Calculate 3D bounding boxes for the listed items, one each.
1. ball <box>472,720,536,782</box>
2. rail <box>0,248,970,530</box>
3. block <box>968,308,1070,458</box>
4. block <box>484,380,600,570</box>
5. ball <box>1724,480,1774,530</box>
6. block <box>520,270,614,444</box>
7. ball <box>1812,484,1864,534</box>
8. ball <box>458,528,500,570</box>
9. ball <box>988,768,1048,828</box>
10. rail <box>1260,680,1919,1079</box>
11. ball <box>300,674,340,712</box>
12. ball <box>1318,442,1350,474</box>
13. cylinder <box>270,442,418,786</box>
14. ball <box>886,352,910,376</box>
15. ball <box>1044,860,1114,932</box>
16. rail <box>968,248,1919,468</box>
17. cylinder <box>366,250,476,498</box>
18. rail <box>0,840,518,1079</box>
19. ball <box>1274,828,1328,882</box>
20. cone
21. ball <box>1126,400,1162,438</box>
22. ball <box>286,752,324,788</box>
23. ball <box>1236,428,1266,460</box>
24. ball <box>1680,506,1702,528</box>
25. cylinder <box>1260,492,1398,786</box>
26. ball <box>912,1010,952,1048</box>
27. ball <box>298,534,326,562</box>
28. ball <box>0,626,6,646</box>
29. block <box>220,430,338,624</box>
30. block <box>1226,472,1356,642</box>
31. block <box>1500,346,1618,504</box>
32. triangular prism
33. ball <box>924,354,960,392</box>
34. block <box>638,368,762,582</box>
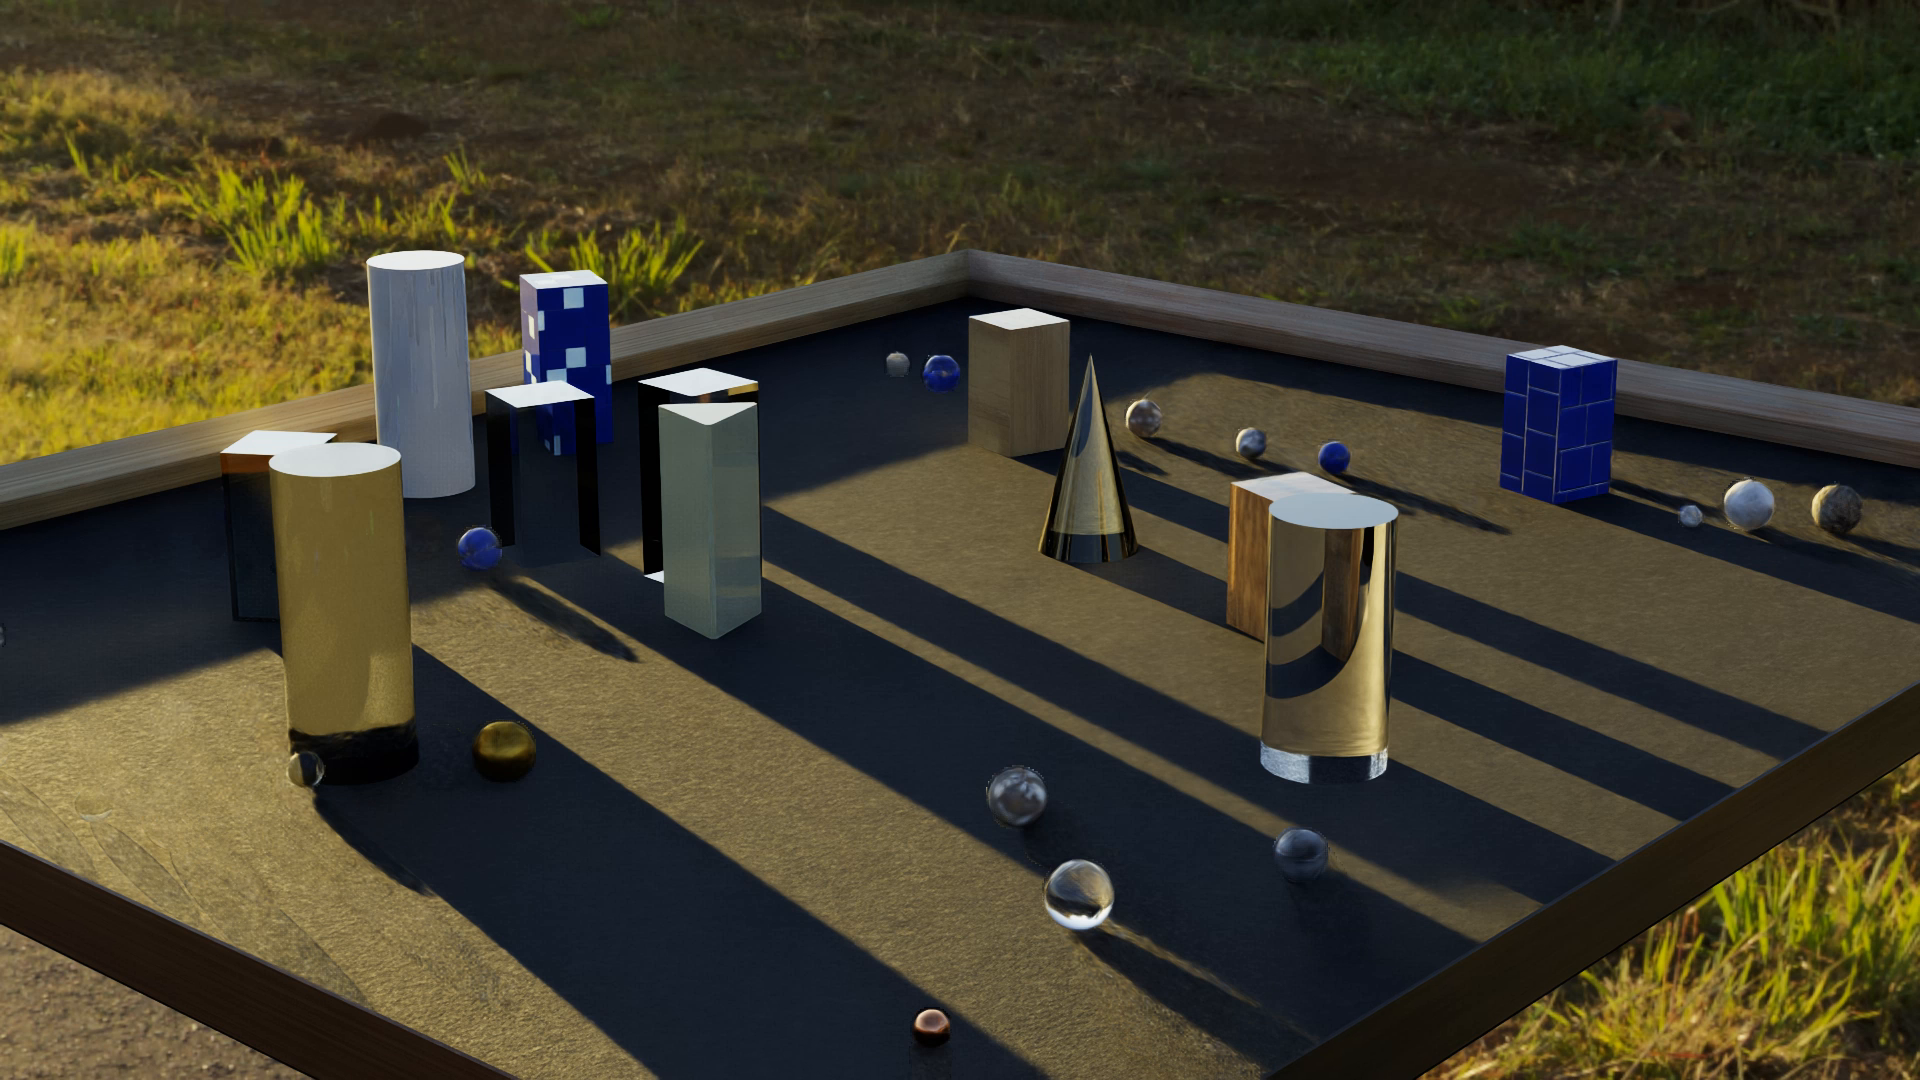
[{"bbox_3d":[-0.663,0.307,4.261,0.090,0.090,0.090,0,17,0],"label":"ball"},{"bbox_3d":[-1.192,-0.269,6.112,0.045,0.121,3.753,14,22,39],"label":"rail"},{"bbox_3d":[0.121,-0.326,6.050,0.149,0.267,0.149,-11,20,-33],"label":"block"},{"bbox_3d":[-0.756,-0.120,5.314,0.149,0.299,0.149,-10,19,-29],"label":"block"},{"bbox_3d":[1.477,-0.065,5.489,0.093,0.093,0.093,0,17,0],"label":"ball"},{"bbox_3d":[-0.818,-0.377,6.097,0.149,0.337,0.149,-7,18,-21],"label":"block"},{"bbox_3d":[1.635,-0.058,5.465,0.092,0.092,0.092,0,17,0],"label":"ball"},{"bbox_3d":[-0.860,0.016,5.250,0.076,0.076,0.076,0,17,0],"label":"ball"},{"bbox_3d":[0.081,0.361,4.096,0.084,0.084,0.084,0,17,0],"label":"ball"},{"bbox_3d":[1.192,0.330,4.130,0.045,0.121,3.753,14,22,39],"label":"rail"},{"bbox_3d":[-0.991,0.237,4.544,0.060,0.060,0.060,0,17,0],"label":"ball"},{"bbox_3d":[0.749,-0.164,5.865,0.065,0.065,0.065,0,17,0],"label":"ball"},{"bbox_3d":[-0.897,0.107,4.277,0.186,0.465,0.186,0,17,0],"label":"cylinder"},{"bbox_3d":[-0.141,-0.398,6.655,0.055,0.055,0.055,0,17,0],"label":"ball"},{"bbox_3d":[0.153,0.456,3.767,0.091,0.091,0.091,0,17,0],"label":"ball"},{"bbox_3d":[1.215,-0.375,6.460,3.205,0.121,0.045,14,22,39],"label":"rail"},{"bbox_3d":[-1.051,-0.324,5.726,0.186,0.451,0.186,0,17,0],"label":"cylinder"},{"bbox_3d":[-1.215,0.435,3.782,3.205,0.121,0.045,14,22,39],"label":"rail"},{"bbox_3d":[0.456,0.421,3.917,0.072,0.072,0.072,0,17,0],"label":"ball"},{"bbox_3d":[0.235,-0.162,5.333,0.186,0.368,0.186,0,17,0],"label":"cone"},{"bbox_3d":[0.386,-0.254,6.139,0.078,0.078,0.078,0,17,0],"label":"ball"},{"bbox_3d":[-0.944,0.331,4.230,0.053,0.053,0.053,0,17,0],"label":"ball"},{"bbox_3d":[0.593,-0.197,5.974,0.063,0.063,0.063,0,17,0],"label":"ball"},{"bbox_3d":[1.374,-0.044,5.509,0.041,0.041,0.041,0,17,0],"label":"ball"},{"bbox_3d":[0.539,0.143,4.289,0.186,0.388,0.186,0,17,0],"label":"cylinder"},{"bbox_3d":[-0.033,0.575,3.452,0.046,0.046,0.046,0,17,0],"label":"ball"},{"bbox_3d":[-1.172,0.014,5.301,0.050,0.050,0.050,0,17,0],"label":"ball"},{"bbox_3d":[-1.598,0.158,4.825,0.050,0.050,0.050,0,17,0],"label":"ball"},{"bbox_3d":[-1.149,-0.022,4.994,0.149,0.296,0.149,3,17,9],"label":"block"},{"bbox_3d":[0.552,0.031,4.904,0.149,0.247,0.149,-9,19,-28],"label":"block"},{"bbox_3d":[1.167,-0.226,5.720,0.149,0.267,0.149,-11,20,-33],"label":"block"},{"bbox_3d":[-0.399,-0.042,4.935,0.140,0.369,0.161,-12,20,-34],"label":"triangular prism"},{"bbox_3d":[-0.041,-0.370,6.513,0.083,0.083,0.083,0,17,0],"label":"ball"},{"bbox_3d":[-0.458,-0.106,5.169,0.149,0.356,0.149,-16,23,-42],"label":"block"}]
